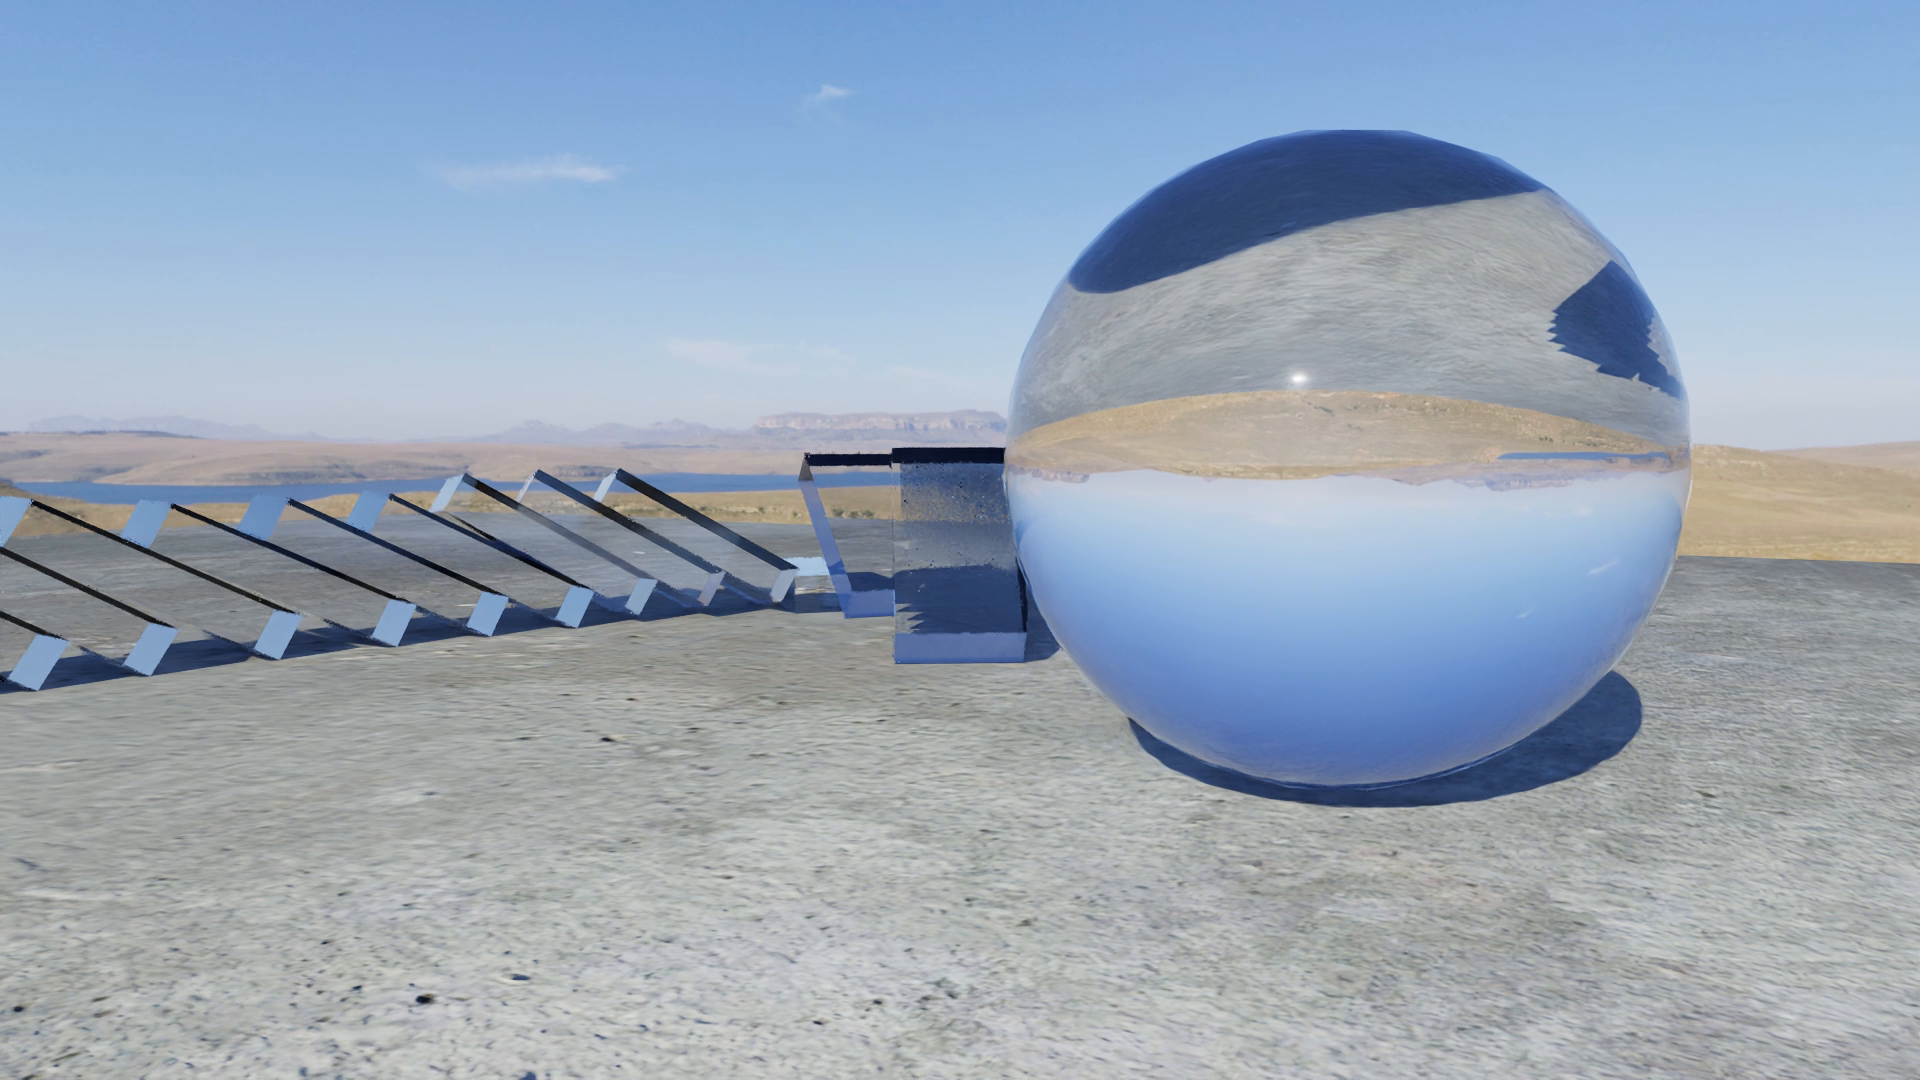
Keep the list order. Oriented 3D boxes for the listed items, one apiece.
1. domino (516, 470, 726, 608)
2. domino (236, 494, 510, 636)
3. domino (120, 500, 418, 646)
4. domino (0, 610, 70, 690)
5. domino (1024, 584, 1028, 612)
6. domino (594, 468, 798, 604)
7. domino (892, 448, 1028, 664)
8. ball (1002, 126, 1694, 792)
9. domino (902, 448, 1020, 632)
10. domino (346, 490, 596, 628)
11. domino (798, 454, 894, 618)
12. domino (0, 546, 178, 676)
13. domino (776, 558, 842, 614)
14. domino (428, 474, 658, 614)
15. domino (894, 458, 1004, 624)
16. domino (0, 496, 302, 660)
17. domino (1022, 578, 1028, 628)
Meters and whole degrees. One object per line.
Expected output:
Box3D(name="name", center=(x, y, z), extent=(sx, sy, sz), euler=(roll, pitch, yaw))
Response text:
Box3D(name="domino", center=(-0.085, 0.001, 0.316), extent=(0.050, 0.009, 0.025), euler=(31, -15, -20))
Box3D(name="domino", center=(-0.127, 0.006, 0.278), extent=(0.025, 0.009, 0.050), euler=(5, -22, 48))
Box3D(name="domino", center=(-0.141, 0.007, 0.263), extent=(0.025, 0.009, 0.050), euler=(4, -21, 45))
Box3D(name="domino", center=(-0.180, 0.009, 0.213), extent=(0.025, 0.009, 0.050), euler=(3, -28, 36))
Box3D(name="domino", center=(0.000, 0.000, 0.290), extent=(0.025, 0.009, 0.050), euler=(0, 48, -4))
Box3D(name="domino", center=(-0.068, 0.000, 0.323), extent=(0.050, 0.010, 0.025), euler=(31, -15, -19))
Box3D(name="domino", center=(-0.001, 0.002, 0.263), extent=(0.025, 0.009, 0.050), euler=(0, 48, -4))
Box3D(name="ball", center=(0.045, -0.009, 0.160), extent=(0.080, 0.080, 0.080), euler=(0, 4, 0))
Box3D(name="domino", center=(-0.001, -0.001, 0.304), extent=(0.025, 0.009, 0.050), euler=(0, 48, -4))
Box3D(name="domino", center=(-0.112, 0.005, 0.294), extent=(0.050, 0.009, 0.025), euler=(32, -15, -34))
Box3D(name="domino", center=(-0.023, -0.002, 0.331), extent=(0.025, 0.010, 0.050), euler=(-2, 45, -24))
Box3D(name="domino", center=(-0.170, 0.008, 0.228), extent=(0.025, 0.009, 0.050), euler=(4, -27, 40))
Box3D(name="domino", center=(-0.038, 0.012, 0.349), extent=(0.025, 0.010, 0.050), euler=(-2, 5, -20))
Box3D(name="domino", center=(-0.099, 0.002, 0.306), extent=(0.050, 0.009, 0.025), euler=(33, -16, -26))
Box3D(name="domino", center=(-0.004, -0.001, 0.319), extent=(0.025, 0.009, 0.050), euler=(0, 43, -4))
Box3D(name="domino", center=(-0.157, 0.008, 0.246), extent=(0.025, 0.010, 0.050), euler=(4, -24, 43))
Box3D(name="domino", center=(0.000, 0.001, 0.276), extent=(0.025, 0.009, 0.050), euler=(0, 48, -4))
